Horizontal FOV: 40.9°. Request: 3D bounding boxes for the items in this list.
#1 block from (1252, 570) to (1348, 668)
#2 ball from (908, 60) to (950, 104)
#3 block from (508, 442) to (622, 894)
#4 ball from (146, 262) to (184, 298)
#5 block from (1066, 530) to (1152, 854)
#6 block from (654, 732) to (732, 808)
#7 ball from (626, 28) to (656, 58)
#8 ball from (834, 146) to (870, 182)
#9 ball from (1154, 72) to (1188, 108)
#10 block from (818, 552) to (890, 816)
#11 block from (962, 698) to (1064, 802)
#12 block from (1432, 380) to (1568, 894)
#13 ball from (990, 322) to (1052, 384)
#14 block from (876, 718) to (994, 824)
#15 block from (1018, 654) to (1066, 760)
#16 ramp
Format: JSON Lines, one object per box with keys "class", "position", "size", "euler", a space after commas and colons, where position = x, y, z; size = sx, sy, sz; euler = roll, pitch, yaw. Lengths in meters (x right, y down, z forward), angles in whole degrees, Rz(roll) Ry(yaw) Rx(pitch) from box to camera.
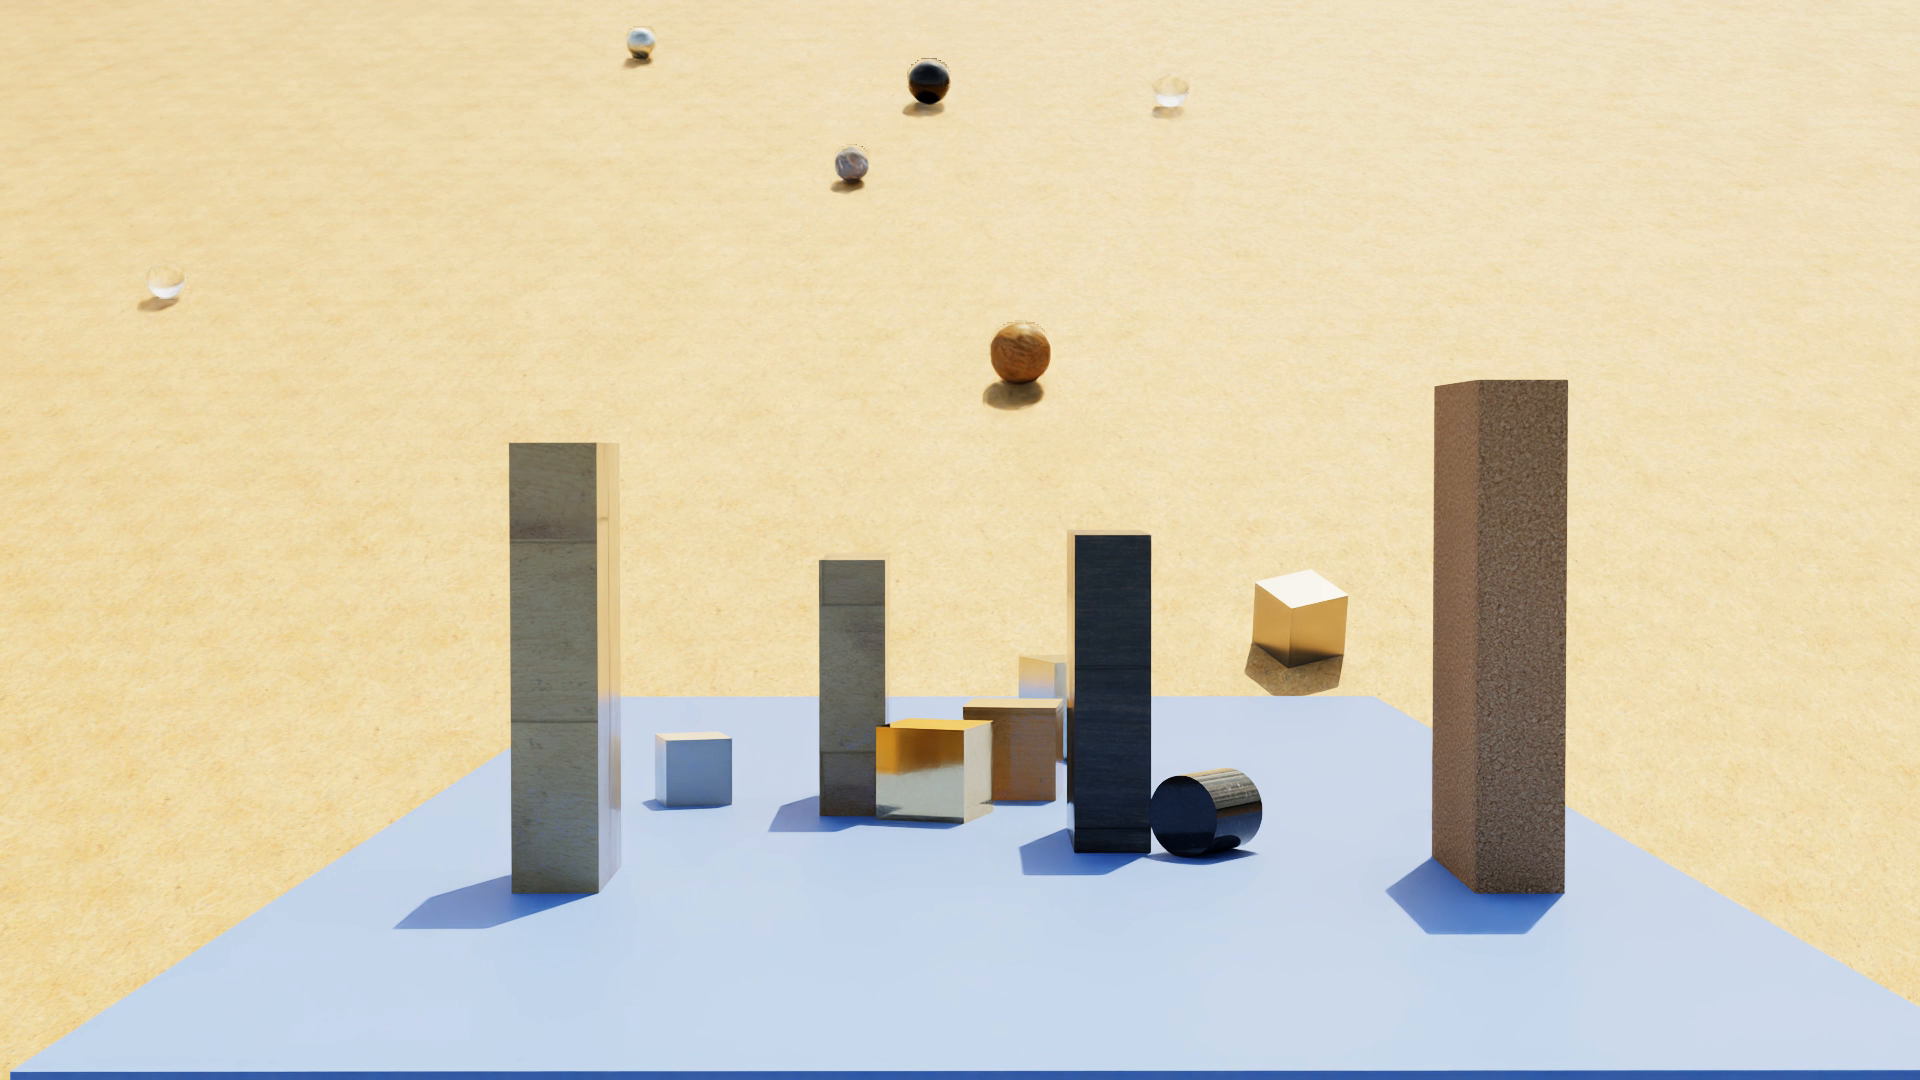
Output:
{"class": "block", "position": [0.917, 0.212, 6.959], "size": [0.180, 0.180, 0.180], "euler": [-12, 27, -24]}
{"class": "ball", "position": [-0.145, -2.137, 12.034], "size": [0.200, 0.200, 0.200], "euler": [0, 25, 0]}
{"class": "block", "position": [-0.565, 0.175, 3.704], "size": [0.122, 0.628, 0.241], "euler": [0, 2, 0]}
{"class": "ball", "position": [-2.950, -0.967, 9.568], "size": [0.137, 0.137, 0.137], "euler": [0, 25, 0]}
{"class": "block", "position": [0.234, 0.232, 4.085], "size": [0.118, 0.489, 0.272], "euler": [0, 2, 0]}
{"class": "block", "position": [-0.471, 0.404, 4.550], "size": [0.116, 0.116, 0.116], "euler": [-1, 2, -16]}
{"class": "ball", "position": [-1.586, -2.471, 12.816], "size": [0.152, 0.152, 0.152], "euler": [0, 25, 0]}
{"class": "ball", "position": [-0.458, -1.590, 10.912], "size": [0.146, 0.146, 0.146], "euler": [0, 25, 0]}
{"class": "ball", "position": [0.980, -2.095, 11.987], "size": [0.162, 0.162, 0.162], "euler": [0, 25, 0]}
{"class": "block", "position": [-0.182, 0.246, 4.519], "size": [0.112, 0.434, 0.320], "euler": [0, 2, 0]}
{"class": "block", "position": [0.097, 0.376, 4.645], "size": [0.165, 0.165, 0.165], "euler": [0, 2, 7]}
{"class": "block", "position": [0.779, 0.130, 3.742], "size": [0.124, 0.715, 0.331], "euler": [0, 2, 0]}
{"class": "ball", "position": [0.205, -0.633, 8.759], "size": [0.209, 0.209, 0.209], "euler": [0, 25, 0]}
{"class": "block", "position": [-0.041, 0.390, 4.369], "size": [0.156, 0.156, 0.156], "euler": [1, 2, 19]}
{"class": "block", "position": [0.248, 0.340, 5.276], "size": [0.197, 0.197, 0.197], "euler": [-1, 2, -20]}
{"class": "ramp", "position": [0.057, 0.512, 4.553], "size": [2.000, 0.100, 4.000], "euler": [0, 2, 0]}
